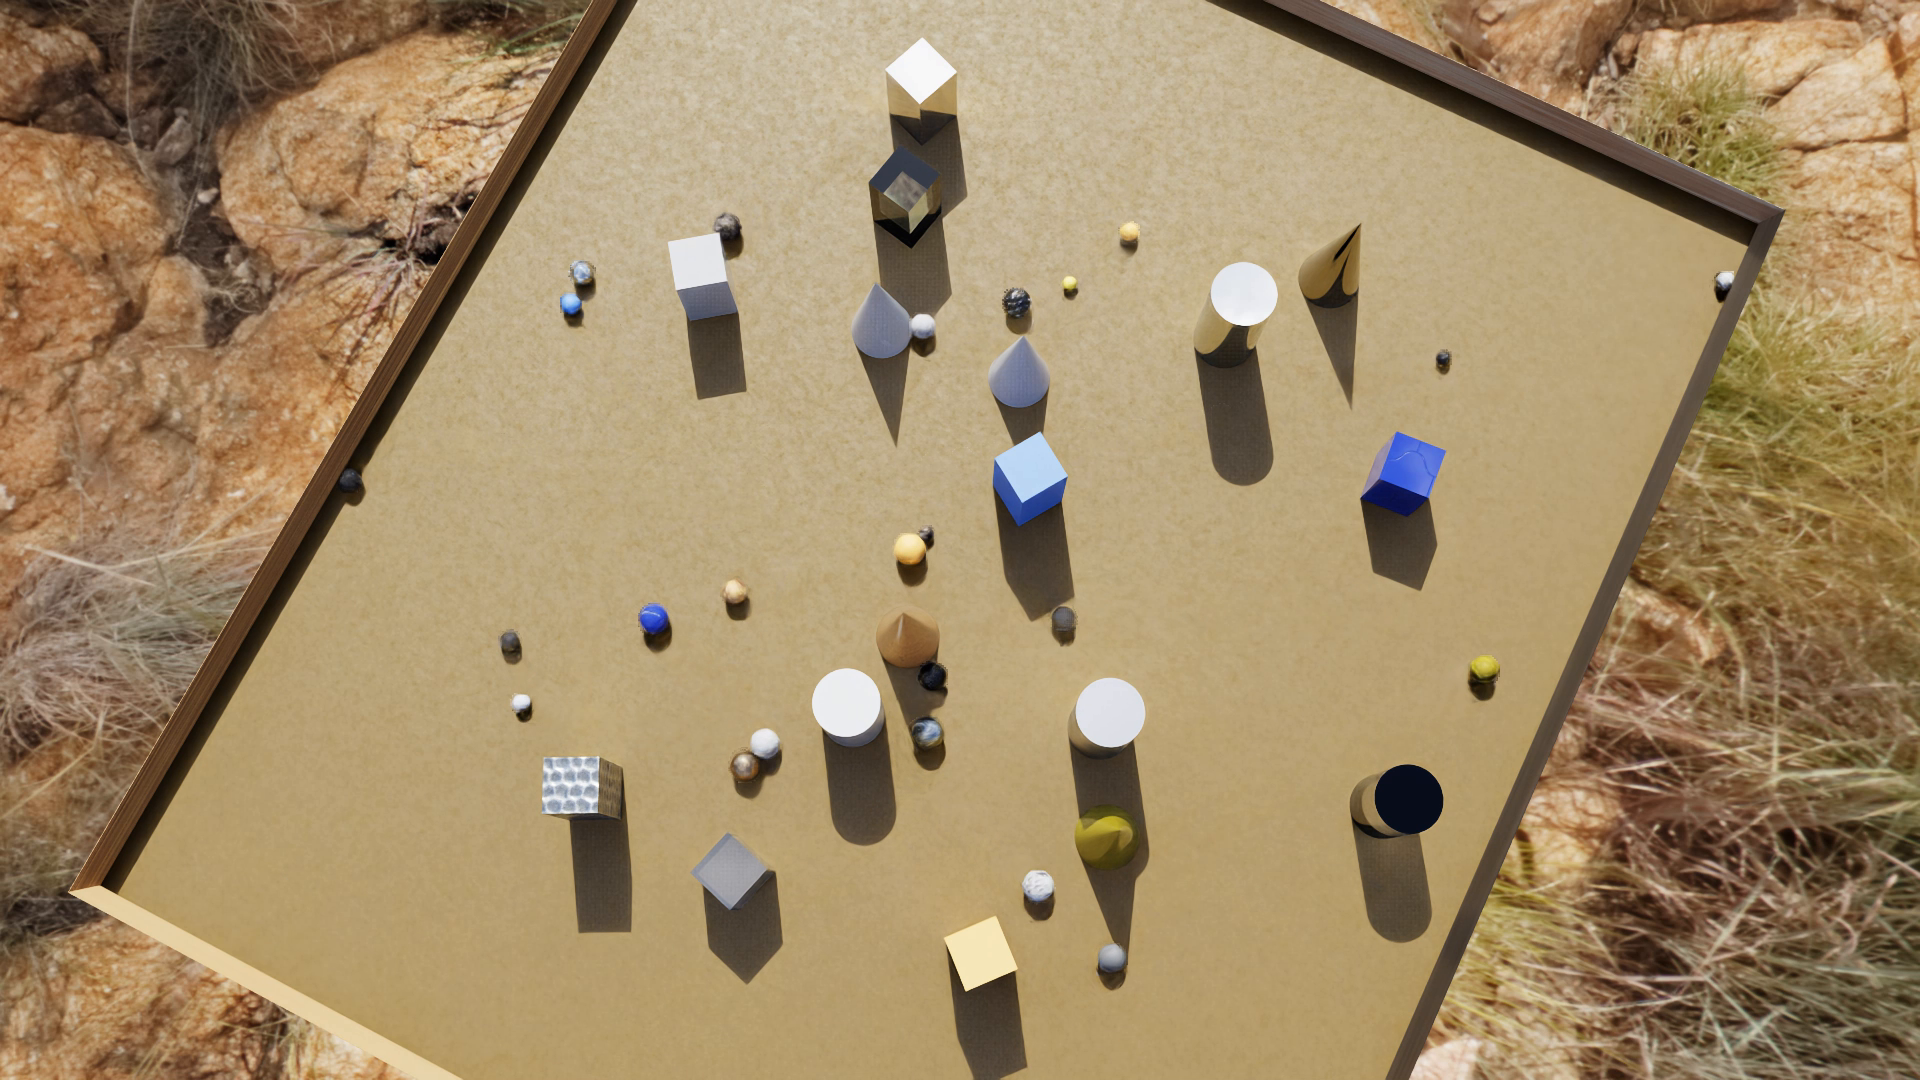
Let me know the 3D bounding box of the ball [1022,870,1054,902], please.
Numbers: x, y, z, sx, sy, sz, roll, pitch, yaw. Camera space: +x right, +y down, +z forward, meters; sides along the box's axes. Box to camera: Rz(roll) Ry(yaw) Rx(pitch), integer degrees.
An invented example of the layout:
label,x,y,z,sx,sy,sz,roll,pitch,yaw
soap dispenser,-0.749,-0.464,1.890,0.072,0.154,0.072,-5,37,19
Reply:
label,x,y,z,sx,sy,sz,roll,pitch,yaw
ball,0.229,1.011,5.360,0.092,0.092,0.092,0,78,0

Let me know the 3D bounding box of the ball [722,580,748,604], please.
label,x,y,z,sx,sy,sz,roll,pitch,yaw
ball,-0.680,0.157,5.545,0.076,0.076,0.076,0,78,0

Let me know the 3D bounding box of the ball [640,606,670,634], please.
label,x,y,z,sx,sy,sz,roll,pitch,yaw
ball,-0.921,0.240,5.523,0.087,0.087,0.087,0,78,0

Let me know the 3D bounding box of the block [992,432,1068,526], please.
label,x,y,z,sx,sy,sz,roll,pitch,yaw
block,0.207,-0.179,5.484,0.155,0.331,0.155,-30,80,-6

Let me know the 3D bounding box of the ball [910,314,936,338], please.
label,x,y,z,sx,sy,sz,roll,pitch,yaw
ball,-0.116,-0.666,5.714,0.078,0.078,0.078,0,78,0

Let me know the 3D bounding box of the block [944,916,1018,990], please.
label,x,y,z,sx,sy,sz,roll,pitch,yaw
block,0.058,1.173,5.211,0.155,0.319,0.155,-22,79,-4

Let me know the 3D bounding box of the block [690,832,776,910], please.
label,x,y,z,sx,sy,sz,roll,pitch,yaw
block,-0.654,0.959,5.296,0.155,0.238,0.155,42,81,8

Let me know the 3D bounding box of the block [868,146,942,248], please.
label,x,y,z,sx,sy,sz,roll,pitch,yaw
block,-0.168,-1.060,5.679,0.155,0.307,0.155,37,81,7

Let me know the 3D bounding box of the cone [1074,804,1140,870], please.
label,x,y,z,sx,sy,sz,roll,pitch,yaw
cone,0.436,0.836,5.217,0.193,0.443,0.193,0,78,0

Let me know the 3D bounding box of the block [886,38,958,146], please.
label,x,y,z,sx,sy,sz,roll,pitch,yaw
block,-0.119,-1.402,5.748,0.155,0.310,0.155,-43,81,-8

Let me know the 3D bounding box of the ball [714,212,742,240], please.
label,x,y,z,sx,sy,sz,roll,pitch,yaw
ball,-0.734,-0.989,5.777,0.086,0.086,0.086,0,78,0

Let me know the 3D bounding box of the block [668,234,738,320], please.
label,x,y,z,sx,sy,sz,roll,pitch,yaw
block,-0.787,-0.806,5.636,0.155,0.289,0.155,-11,79,-2

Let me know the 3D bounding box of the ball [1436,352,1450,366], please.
label,x,y,z,sx,sy,sz,roll,pitch,yaw
ball,1.507,-0.566,5.711,0.044,0.044,0.044,0,78,0

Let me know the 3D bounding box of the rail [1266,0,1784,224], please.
label,x,y,z,sx,sy,sz,roll,pitch,yaw
rail,0.920,-1.796,5.923,3.665,0.126,0.045,26,80,5

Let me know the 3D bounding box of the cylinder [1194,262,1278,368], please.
label,x,y,z,sx,sy,sz,roll,pitch,yaw
cylinder,0.827,-0.674,5.540,0.193,0.422,0.193,0,78,0

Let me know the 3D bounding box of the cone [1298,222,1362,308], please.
label,x,y,z,sx,sy,sz,roll,pitch,yaw
cone,1.164,-0.872,5.551,0.193,0.482,0.193,0,78,0

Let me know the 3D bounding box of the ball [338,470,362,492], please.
label,x,y,z,sx,sy,sz,roll,pitch,yaw
ball,-1.871,-0.183,5.620,0.069,0.069,0.069,0,78,0

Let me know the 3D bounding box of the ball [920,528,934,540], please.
label,x,y,z,sx,sy,sz,roll,pitch,yaw
ball,-0.103,-0.018,5.599,0.042,0.042,0.042,0,78,0

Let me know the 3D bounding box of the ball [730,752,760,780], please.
label,x,y,z,sx,sy,sz,roll,pitch,yaw
ball,-0.637,0.670,5.433,0.088,0.088,0.088,0,78,0

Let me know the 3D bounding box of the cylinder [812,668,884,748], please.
label,x,y,z,sx,sy,sz,roll,pitch,yaw
cylinder,-0.322,0.493,5.348,0.193,0.326,0.193,0,78,0

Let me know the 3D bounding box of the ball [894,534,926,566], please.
label,x,y,z,sx,sy,sz,roll,pitch,yaw
ball,-0.151,0.029,5.561,0.096,0.096,0.096,0,78,0

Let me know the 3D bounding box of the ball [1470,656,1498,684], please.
label,x,y,z,sx,sy,sz,roll,pitch,yaw
ball,1.570,0.389,5.495,0.081,0.081,0.081,0,78,0

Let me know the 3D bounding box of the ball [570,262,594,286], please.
label,x,y,z,sx,sy,sz,roll,pitch,yaw
ball,-1.186,-0.836,5.753,0.071,0.071,0.071,0,78,0

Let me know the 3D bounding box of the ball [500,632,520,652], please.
label,x,y,z,sx,sy,sz,roll,pitch,yaw
ball,-1.357,0.306,5.522,0.061,0.061,0.061,0,78,0

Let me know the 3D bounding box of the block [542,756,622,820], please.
label,x,y,z,sx,sy,sz,roll,pitch,yaw
block,-1.084,0.719,5.281,0.155,0.365,0.155,-1,78,0

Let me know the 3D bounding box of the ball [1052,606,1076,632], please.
label,x,y,z,sx,sy,sz,roll,pitch,yaw
ball,0.312,0.238,5.529,0.074,0.074,0.074,0,78,0

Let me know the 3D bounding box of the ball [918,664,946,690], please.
label,x,y,z,sx,sy,sz,roll,pitch,yaw
ball,-0.083,0.410,5.489,0.083,0.083,0.083,0,78,0

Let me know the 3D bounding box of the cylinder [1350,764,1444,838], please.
label,x,y,z,sx,sy,sz,roll,pitch,yaw
cylinder,1.255,0.758,5.288,0.193,0.336,0.193,0,78,0

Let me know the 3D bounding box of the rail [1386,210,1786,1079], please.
label,x,y,z,sx,sy,sz,roll,pitch,yaw
rail,1.618,0.799,5.386,0.045,0.126,4.164,26,80,5

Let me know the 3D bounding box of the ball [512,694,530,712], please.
label,x,y,z,sx,sy,sz,roll,pitch,yaw
ball,-1.313,0.487,5.489,0.052,0.052,0.052,0,78,0

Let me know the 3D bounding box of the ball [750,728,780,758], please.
label,x,y,z,sx,sy,sz,roll,pitch,yaw
ball,-0.580,0.605,5.447,0.088,0.088,0.088,0,78,0

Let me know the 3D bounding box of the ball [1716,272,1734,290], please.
label,x,y,z,sx,sy,sz,roll,pitch,yaw
ball,2.405,-0.813,5.755,0.058,0.058,0.058,0,78,0

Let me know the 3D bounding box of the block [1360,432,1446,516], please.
label,x,y,z,sx,sy,sz,roll,pitch,yaw
block,1.333,-0.196,5.524,0.155,0.260,0.155,22,79,4

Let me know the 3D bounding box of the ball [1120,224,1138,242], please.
label,x,y,z,sx,sy,sz,roll,pitch,yaw
ball,0.535,-0.972,5.789,0.056,0.056,0.056,0,78,0

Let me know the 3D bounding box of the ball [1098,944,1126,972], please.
label,x,y,z,sx,sy,sz,roll,pitch,yaw
ball,0.440,1.215,5.323,0.083,0.083,0.083,0,78,0

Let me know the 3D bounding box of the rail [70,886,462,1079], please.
label,x,y,z,sx,sy,sz,roll,pitch,yaw
rail,-0.920,1.809,5.177,3.665,0.126,0.045,26,80,5

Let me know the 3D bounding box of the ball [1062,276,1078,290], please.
label,x,y,z,sx,sy,sz,roll,pitch,yaw
ball,0.345,-0.808,5.761,0.045,0.045,0.045,0,78,0

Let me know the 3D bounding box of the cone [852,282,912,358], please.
label,x,y,z,sx,sy,sz,roll,pitch,yaw
cone,-0.245,-0.707,5.540,0.193,0.436,0.193,0,78,0

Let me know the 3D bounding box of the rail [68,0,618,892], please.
label,x,y,z,sx,sy,sz,roll,pitch,yaw
rail,-1.618,-0.786,5.714,0.045,0.126,4.164,26,80,5

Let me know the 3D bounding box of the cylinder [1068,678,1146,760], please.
label,x,y,z,sx,sy,sz,roll,pitch,yaw
cylinder,0.419,0.521,5.299,0.193,0.410,0.193,0,78,0

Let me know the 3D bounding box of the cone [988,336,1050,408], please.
label,x,y,z,sx,sy,sz,roll,pitch,yaw
cone,0.185,-0.550,5.512,0.193,0.428,0.193,0,78,0

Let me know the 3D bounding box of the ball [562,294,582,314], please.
label,x,y,z,sx,sy,sz,roll,pitch,yaw
ball,-1.217,-0.737,5.737,0.063,0.063,0.063,0,78,0

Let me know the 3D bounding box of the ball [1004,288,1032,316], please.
label,x,y,z,sx,sy,sz,roll,pitch,yaw
ball,0.180,-0.744,5.726,0.087,0.087,0.087,0,78,0

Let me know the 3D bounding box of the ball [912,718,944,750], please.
label,x,y,z,sx,sy,sz,roll,pitch,yaw
ball,-0.097,0.575,5.448,0.097,0.097,0.097,0,78,0

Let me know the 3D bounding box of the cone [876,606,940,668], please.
label,x,y,z,sx,sy,sz,roll,pitch,yaw
cone,-0.158,0.248,5.333,0.193,0.455,0.193,0,78,0
